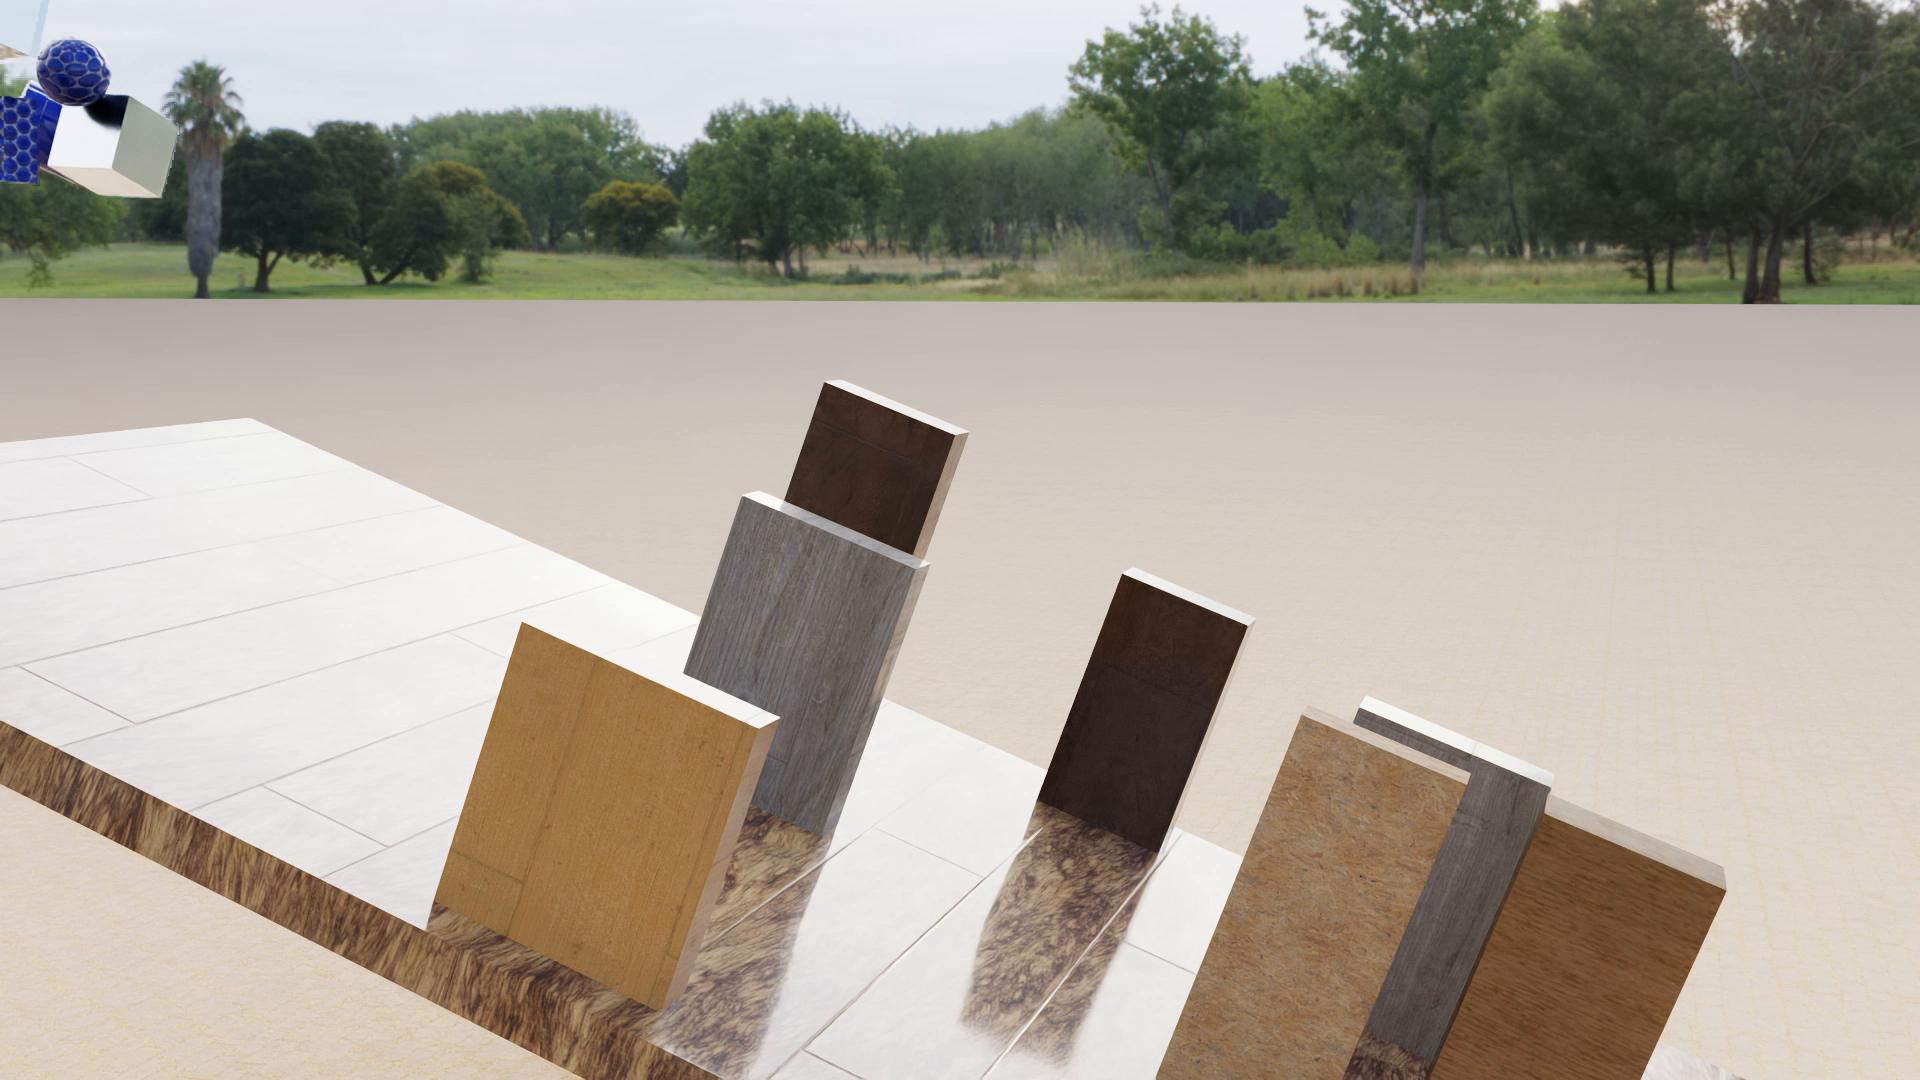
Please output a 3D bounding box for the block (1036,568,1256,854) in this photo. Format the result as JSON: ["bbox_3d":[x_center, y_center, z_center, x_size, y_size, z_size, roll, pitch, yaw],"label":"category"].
[{"bbox_3d":[0.407,0.372,4.822,0.294,0.547,0.107,23,13,13],"label":"block"}]

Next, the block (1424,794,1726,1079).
[{"bbox_3d":[0.897,0.784,3.389,0.279,0.722,0.135,23,13,13],"label":"block"}]

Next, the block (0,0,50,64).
[{"bbox_3d":[-1.946,-1.061,4.375,0.169,0.169,0.169,2,-11,31],"label":"block"}]

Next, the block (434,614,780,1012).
[{"bbox_3d":[-0.542,0.412,3.345,0.407,0.475,0.083,23,13,13],"label":"block"}]

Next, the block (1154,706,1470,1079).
[{"bbox_3d":[0.564,0.641,3.570,0.277,0.689,0.082,23,13,13],"label":"block"}]

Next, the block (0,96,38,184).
[{"bbox_3d":[-1.920,-0.785,4.297,0.162,0.162,0.162,9,9,41],"label":"block"}]

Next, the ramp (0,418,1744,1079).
[{"bbox_3d":[-0.330,0.601,4.209,4.000,0.100,2.000,23,13,13],"label":"ramp"}]

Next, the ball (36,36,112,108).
[{"bbox_3d":[-1.856,-0.981,4.605,0.146,0.146,0.146,0,7,0],"label":"ball"}]

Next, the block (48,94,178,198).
[{"bbox_3d":[-1.818,-0.847,4.725,0.165,0.165,0.165,6,-12,19],"label":"block"}]

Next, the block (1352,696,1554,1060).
[{"bbox_3d":[0.846,0.648,4.230,0.380,0.582,0.119,23,13,13],"label":"block"}]

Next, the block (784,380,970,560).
[{"bbox_3d":[-0.254,0.062,4.681,0.305,0.741,0.101,23,13,13],"label":"block"}]

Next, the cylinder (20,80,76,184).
[{"bbox_3d":[-2.021,-0.909,4.897,0.170,0.170,0.170,25,-6,-28],"label":"cylinder"}]

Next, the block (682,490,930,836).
[{"bbox_3d":[-0.327,0.236,4.238,0.371,0.559,0.089,23,13,13],"label":"block"}]
